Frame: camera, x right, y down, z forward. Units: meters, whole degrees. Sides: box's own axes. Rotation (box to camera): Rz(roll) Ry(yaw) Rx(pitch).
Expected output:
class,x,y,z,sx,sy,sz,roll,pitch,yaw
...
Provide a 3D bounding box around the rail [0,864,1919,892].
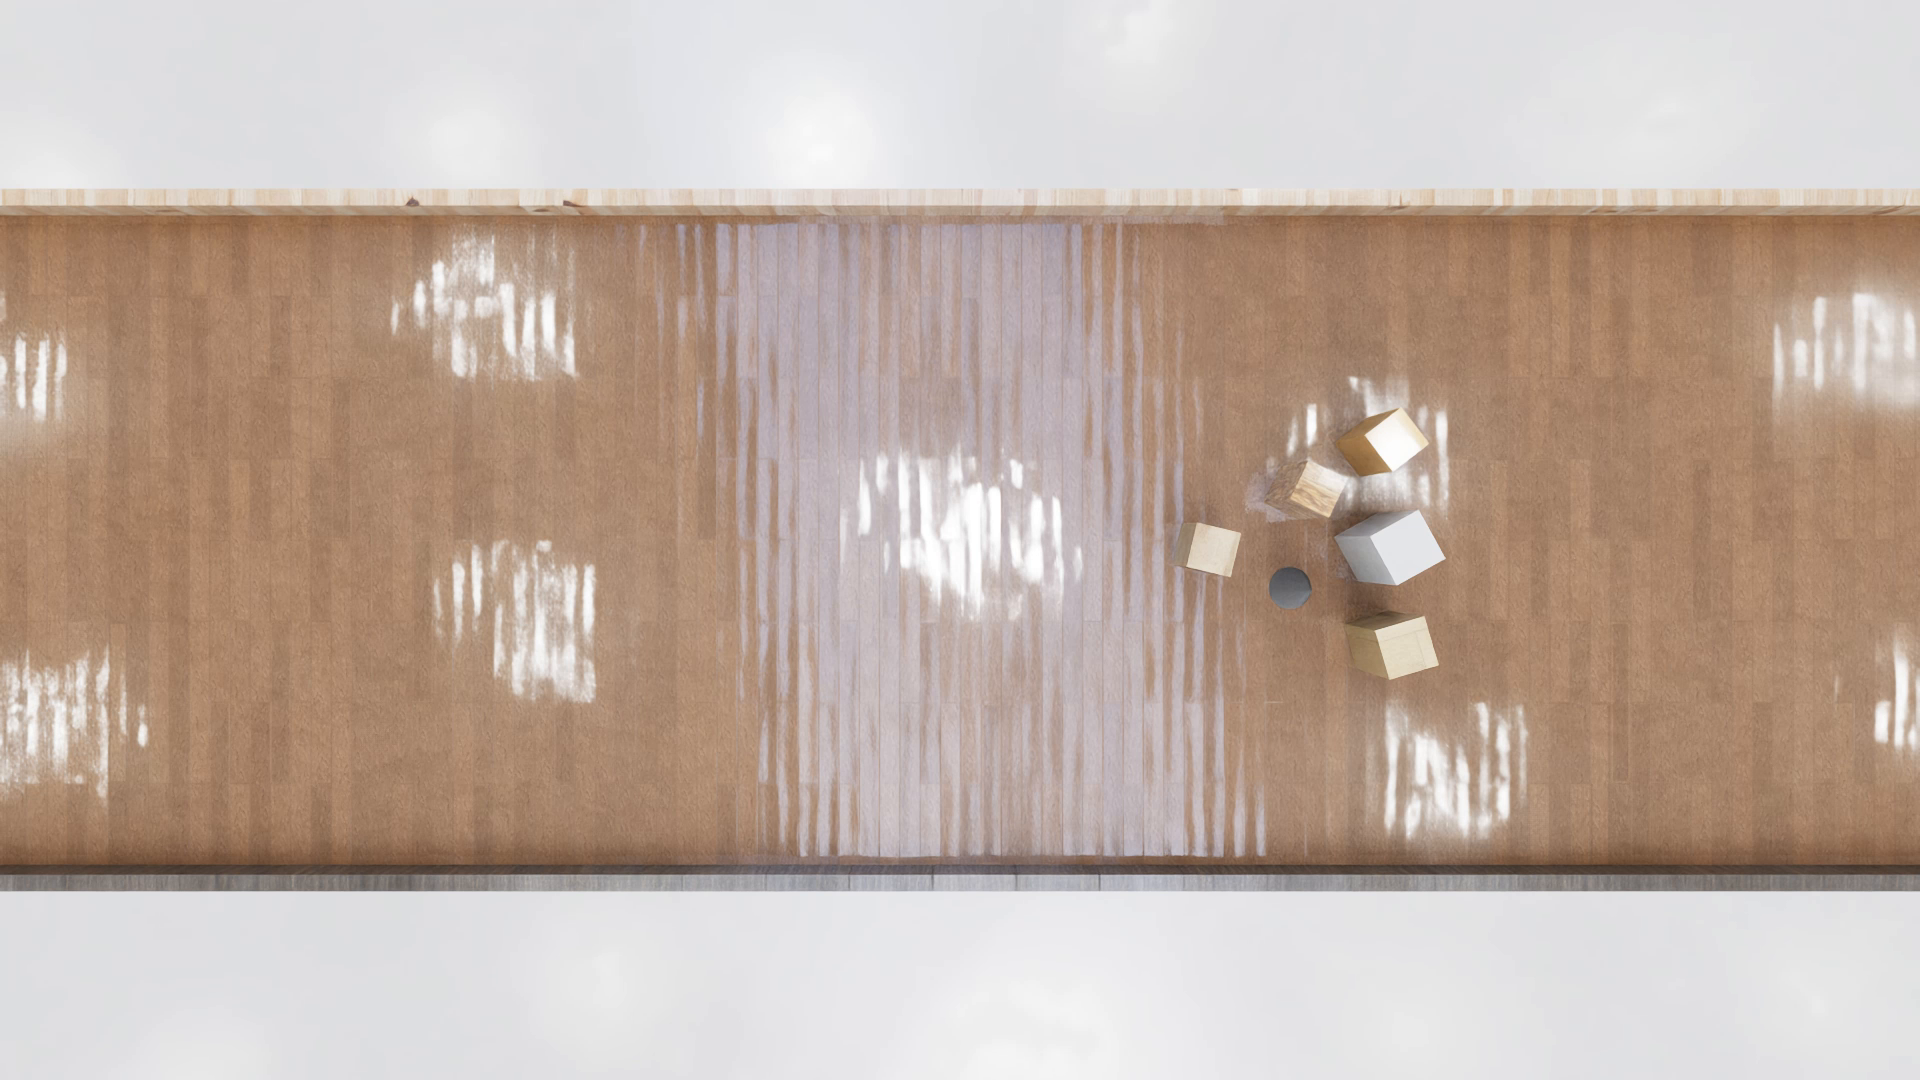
class,x,y,z,sx,sy,sz,roll,pitch,yaw
rail,-2.247,1.025,5.001,12.000,0.150,0.050,0,90,0

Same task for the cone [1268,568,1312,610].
class,x,y,z,sx,sy,sz,roll,pitch,yaw
cone,1.016,0.148,4.915,0.130,0.323,0.130,0,90,0

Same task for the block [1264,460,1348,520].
class,x,y,z,sx,sy,sz,roll,pitch,yaw
block,1.014,-0.144,4.868,0.121,0.417,0.121,25,90,0

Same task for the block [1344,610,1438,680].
class,x,y,z,sx,sy,sz,roll,pitch,yaw
block,1.269,0.307,4.880,0.145,0.392,0.145,-16,90,0

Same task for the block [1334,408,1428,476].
class,x,y,z,sx,sy,sz,roll,pitch,yaw
block,1.243,-0.286,4.883,0.130,0.386,0.130,-38,90,0

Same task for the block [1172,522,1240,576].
class,x,y,z,sx,sy,sz,roll,pitch,yaw
block,0.732,0.028,4.914,0.130,0.324,0.130,14,90,0

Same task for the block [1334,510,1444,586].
class,x,y,z,sx,sy,sz,roll,pitch,yaw
block,1.257,0.021,4.853,0.156,0.447,0.156,-29,90,0

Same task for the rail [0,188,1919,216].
class,x,y,z,sx,sy,sz,roll,pitch,yaw
rail,-2.247,-1.025,5.002,12.000,0.150,0.050,0,90,0
